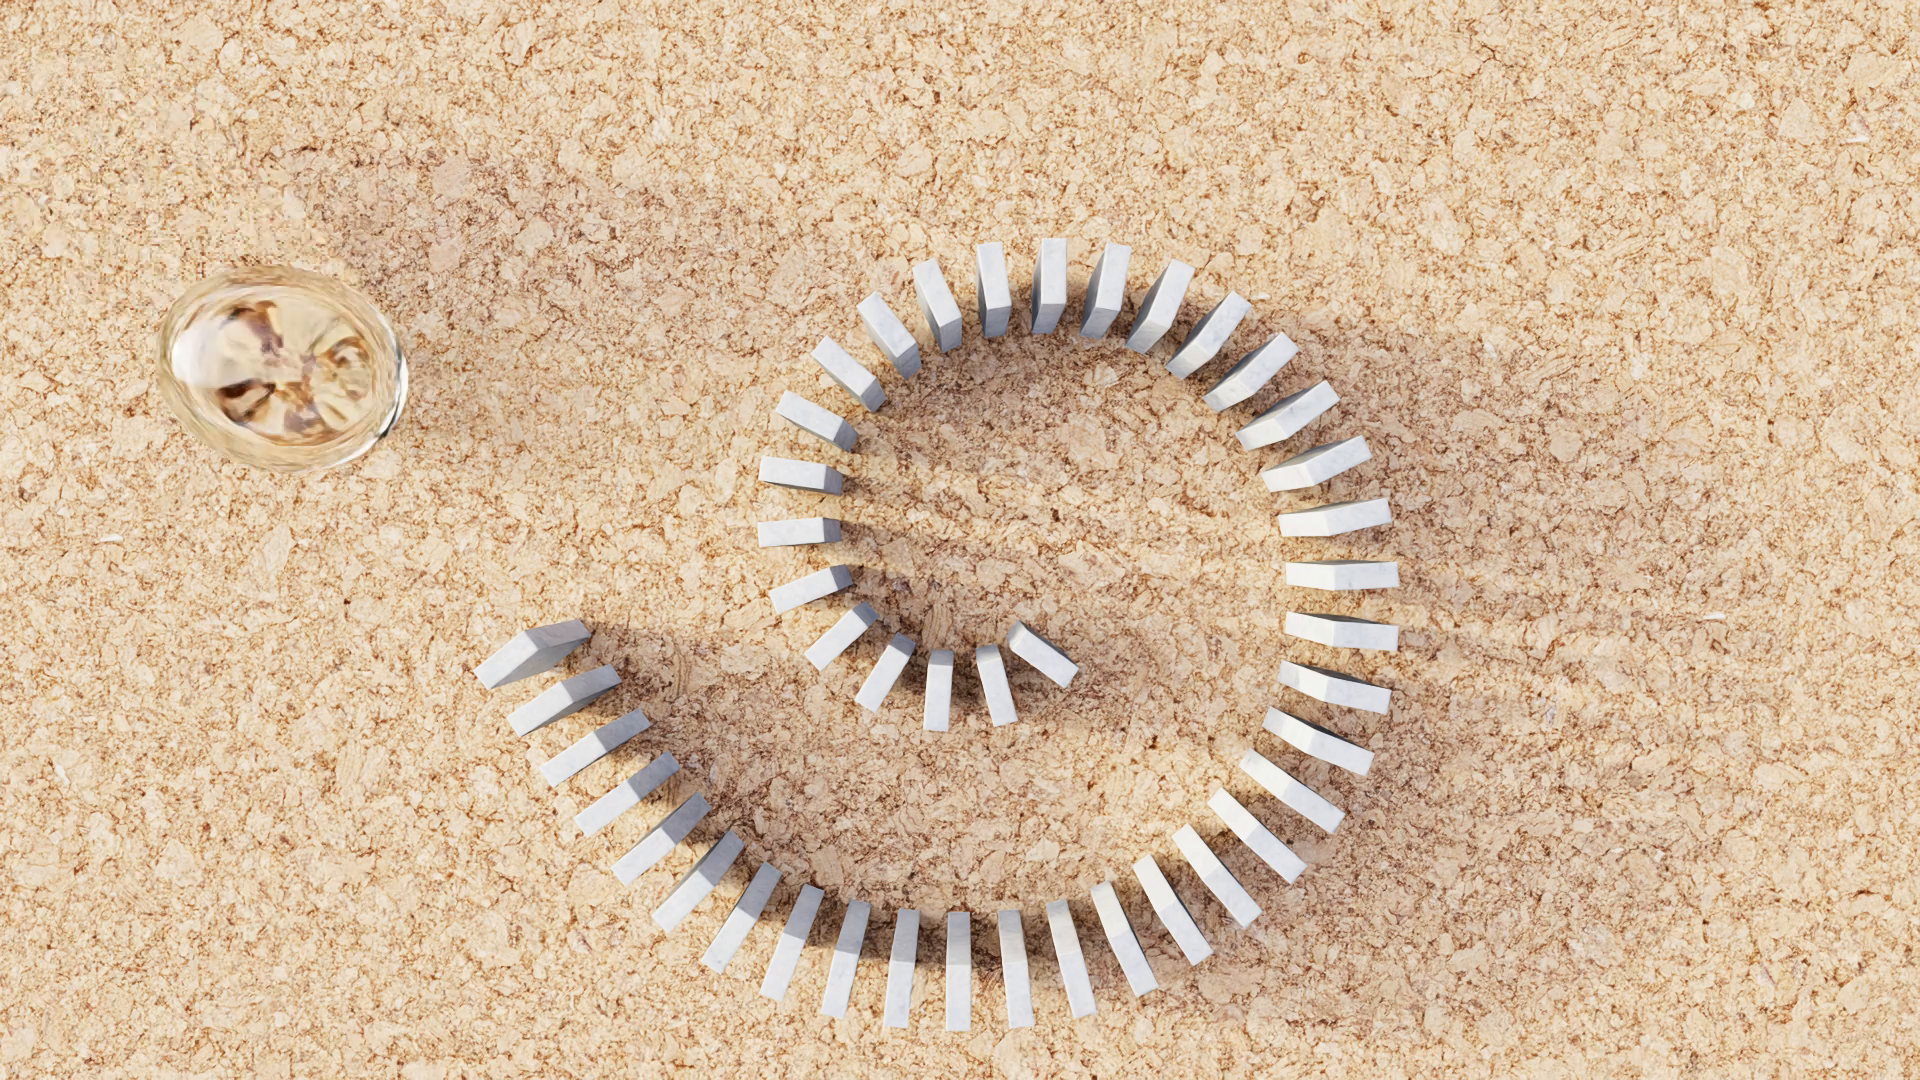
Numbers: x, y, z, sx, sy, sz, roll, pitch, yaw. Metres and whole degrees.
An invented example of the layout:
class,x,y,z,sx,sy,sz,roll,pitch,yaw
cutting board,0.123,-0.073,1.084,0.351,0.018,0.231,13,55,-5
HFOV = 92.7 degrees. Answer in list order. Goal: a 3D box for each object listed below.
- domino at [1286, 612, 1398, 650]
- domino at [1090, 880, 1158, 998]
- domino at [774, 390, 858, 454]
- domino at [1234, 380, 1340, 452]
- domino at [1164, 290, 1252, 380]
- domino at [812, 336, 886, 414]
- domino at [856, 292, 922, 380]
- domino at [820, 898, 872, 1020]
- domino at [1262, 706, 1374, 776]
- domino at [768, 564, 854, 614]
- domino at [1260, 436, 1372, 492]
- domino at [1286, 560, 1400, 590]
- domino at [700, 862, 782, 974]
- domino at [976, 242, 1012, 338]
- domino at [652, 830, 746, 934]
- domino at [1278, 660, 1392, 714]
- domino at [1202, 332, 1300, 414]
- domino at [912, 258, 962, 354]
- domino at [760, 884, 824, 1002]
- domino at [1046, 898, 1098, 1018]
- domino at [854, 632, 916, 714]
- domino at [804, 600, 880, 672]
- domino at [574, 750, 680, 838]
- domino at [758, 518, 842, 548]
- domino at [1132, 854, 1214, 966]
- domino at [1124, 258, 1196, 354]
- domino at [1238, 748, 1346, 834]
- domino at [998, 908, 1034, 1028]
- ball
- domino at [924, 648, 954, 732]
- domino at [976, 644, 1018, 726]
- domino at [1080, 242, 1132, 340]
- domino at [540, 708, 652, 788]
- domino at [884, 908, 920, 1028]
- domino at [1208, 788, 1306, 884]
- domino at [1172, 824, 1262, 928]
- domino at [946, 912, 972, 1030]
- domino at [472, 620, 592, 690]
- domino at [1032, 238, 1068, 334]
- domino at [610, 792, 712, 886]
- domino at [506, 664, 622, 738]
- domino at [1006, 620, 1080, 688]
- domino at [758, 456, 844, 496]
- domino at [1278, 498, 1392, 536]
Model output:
class,x,y,z,sx,sy,sz,roll,pitch,yaw
domino,0.155,0.037,0.375,0.025,0.050,0.009,4,90,0
domino,0.066,0.162,0.375,0.010,0.050,0.025,-26,90,0
domino,-0.057,-0.048,0.375,0.025,0.050,0.010,27,90,0
domino,0.133,-0.050,0.375,0.025,0.050,0.009,-36,90,0
domino,0.100,-0.083,0.375,0.010,0.050,0.025,37,90,0
domino,-0.045,-0.067,0.375,0.025,0.050,0.010,41,90,0
domino,-0.028,-0.082,0.375,0.010,0.050,0.025,-39,90,0
domino,-0.046,0.170,0.375,0.010,0.050,0.025,13,90,0
domino,0.145,0.081,0.375,0.025,0.050,0.009,22,90,0
domino,-0.060,0.019,0.375,0.025,0.050,0.010,-22,90,0
domino,0.144,-0.030,0.375,0.025,0.050,0.010,-26,90,0
domino,0.155,0.014,0.375,0.025,0.050,0.010,-3,90,0
domino,-0.088,0.153,0.375,0.010,0.050,0.025,34,90,0
domino,0.013,-0.101,0.375,0.009,0.050,0.025,-9,90,0
domino,-0.106,0.138,0.375,0.025,0.050,0.009,-45,90,0
domino,0.152,0.059,0.375,0.025,0.050,0.009,12,90,0
domino,0.118,-0.067,0.375,0.025,0.050,0.010,-44,90,0
domino,-0.009,-0.095,0.375,0.010,0.050,0.025,-25,90,0
domino,-0.068,0.163,0.375,0.010,0.050,0.025,21,90,0
domino,0.045,0.170,0.375,0.009,0.050,0.025,-15,90,0
domino,-0.030,0.053,0.375,0.009,0.050,0.025,32,90,0
domino,-0.047,0.038,0.375,0.025,0.050,0.009,-43,90,0
domino,-0.135,0.103,0.375,0.025,0.050,0.010,-36,90,0
domino,-0.065,-0.003,0.375,0.025,0.050,0.009,-5,90,0
domino,0.086,0.150,0.375,0.010,0.050,0.025,-34,90,0
domino,0.081,-0.094,0.375,0.009,0.050,0.025,23,90,0
domino,0.135,0.102,0.375,0.025,0.050,0.009,34,90,0
domino,0.022,0.174,0.375,0.010,0.050,0.025,-6,90,0
ball,-0.263,-0.067,0.360,0.080,0.080,0.080,0,90,0
domino,-0.008,0.060,0.375,0.009,0.050,0.025,4,90,0
domino,0.014,0.058,0.375,0.010,0.050,0.025,-15,90,0
domino,0.059,-0.101,0.375,0.009,0.050,0.025,10,90,0
domino,-0.148,0.084,0.375,0.025,0.050,0.010,-34,90,0
domino,-0.023,0.174,0.375,0.009,0.050,0.025,6,90,0
domino,0.120,0.120,0.375,0.025,0.050,0.009,42,90,0
domino,0.104,0.136,0.375,0.010,0.050,0.025,-41,90,0
domino,0.000,0.175,0.375,0.009,0.050,0.025,0,90,0
domino,-0.173,0.046,0.375,0.025,0.050,0.010,-39,90,0
domino,0.036,-0.103,0.375,0.009,0.050,0.025,1,90,0
domino,-0.121,0.121,0.375,0.025,0.050,0.009,-39,90,0
domino,-0.160,0.065,0.375,0.025,0.050,0.009,-33,90,0
domino,0.033,0.046,0.375,0.025,0.050,0.010,36,90,0
domino,-0.064,-0.026,0.375,0.025,0.050,0.009,8,90,0
domino,0.152,-0.009,0.375,0.025,0.050,0.009,-12,90,0
